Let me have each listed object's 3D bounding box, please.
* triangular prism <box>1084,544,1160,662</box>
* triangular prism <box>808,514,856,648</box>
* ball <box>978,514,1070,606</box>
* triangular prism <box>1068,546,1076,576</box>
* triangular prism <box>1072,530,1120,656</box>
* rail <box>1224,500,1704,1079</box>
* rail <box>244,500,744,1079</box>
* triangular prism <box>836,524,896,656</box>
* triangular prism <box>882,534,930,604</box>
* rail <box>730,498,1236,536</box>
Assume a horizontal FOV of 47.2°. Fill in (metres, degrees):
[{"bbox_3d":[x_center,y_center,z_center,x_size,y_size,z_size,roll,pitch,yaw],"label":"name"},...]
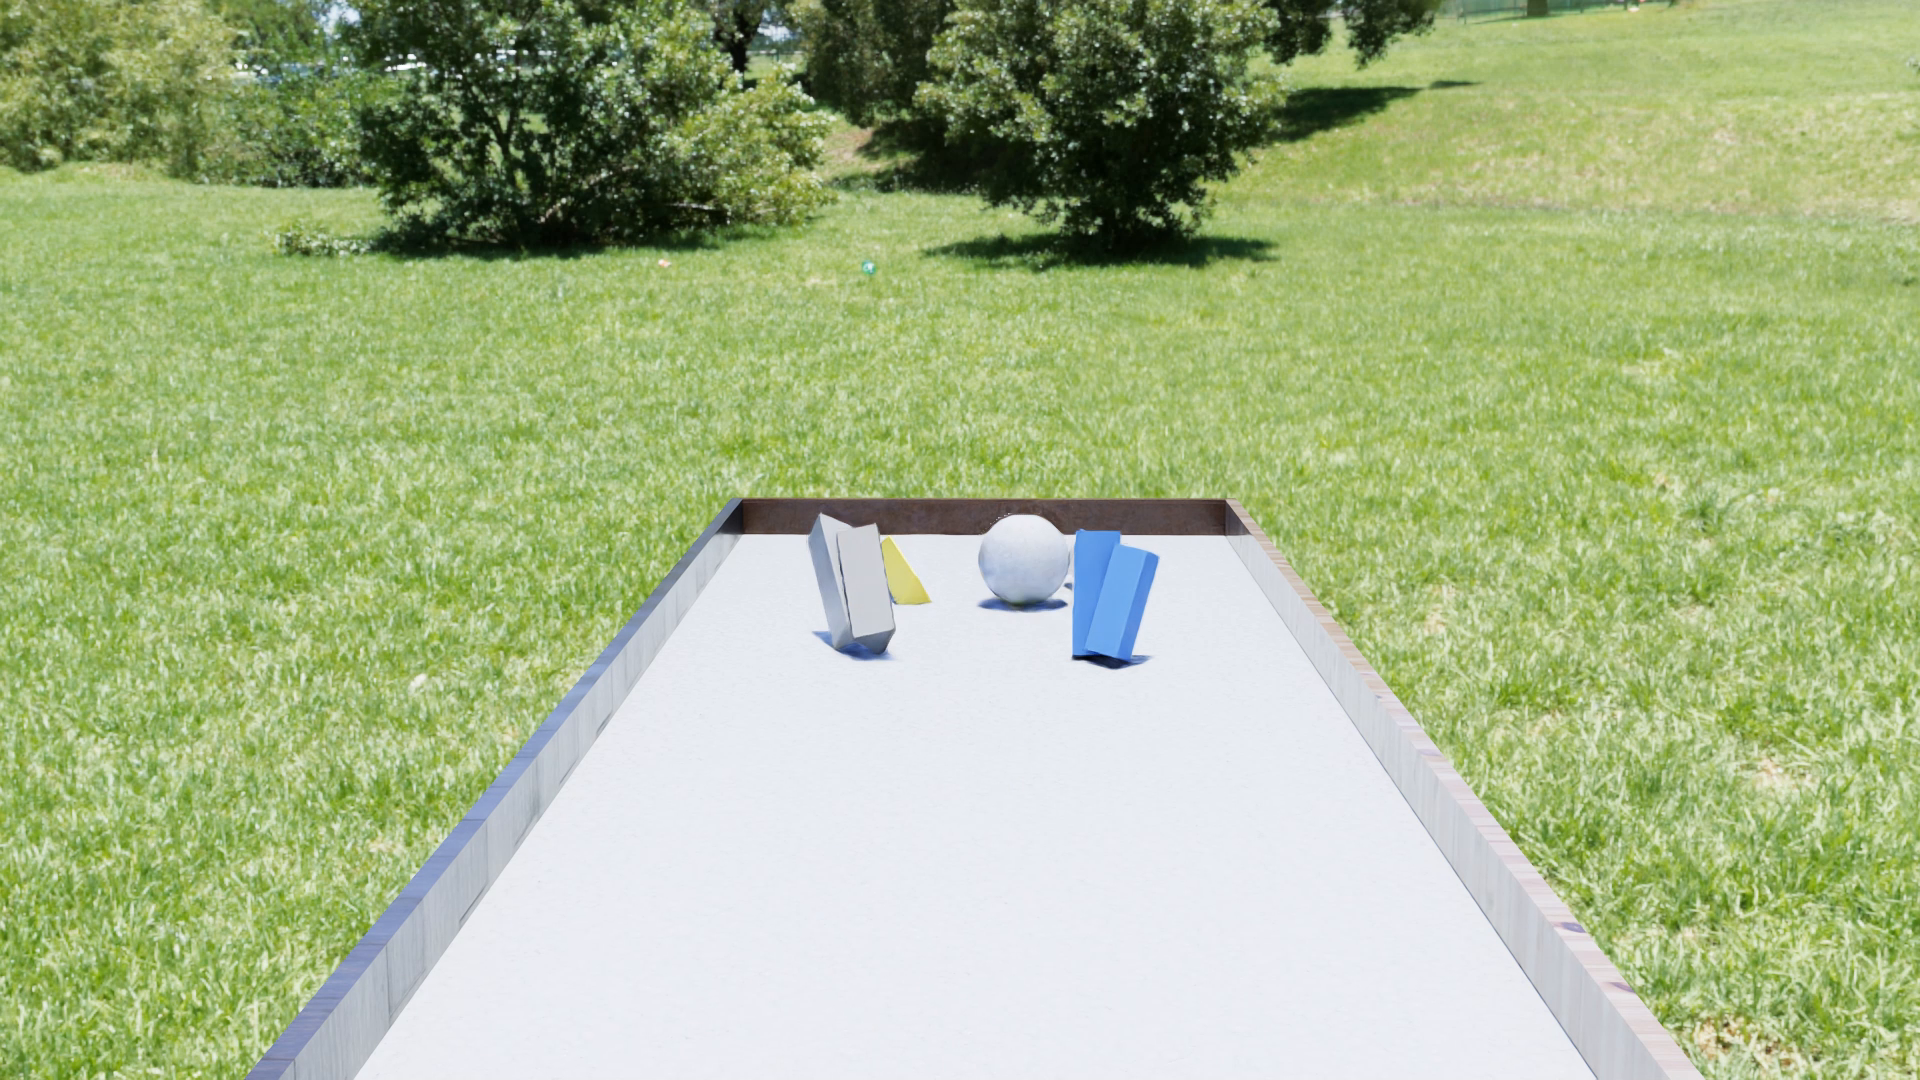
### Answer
[{"bbox_3d":[0.479,0.185,6.643,0.123,0.332,0.142,16,-2,22],"label":"triangular prism"},{"bbox_3d":[-0.357,0.128,6.933,0.129,0.416,0.149,-1,-36,-23],"label":"triangular prism"},{"bbox_3d":[0.220,0.067,7.575,0.316,0.316,0.316,0,9,0],"label":"ball"},{"bbox_3d":[0.480,0.078,7.780,0.110,0.095,0.458,-5,4,-17],"label":"triangular prism"},{"bbox_3d":[0.395,0.160,6.752,0.147,0.379,0.127,1,2,-20],"label":"triangular prism"},{"bbox_3d":[1.046,0.843,3.208,0.050,0.150,12.000,0,9,1],"label":"rail"},{"bbox_3d":[-1.004,0.839,3.234,0.050,0.150,12.000,0,9,1],"label":"rail"},{"bbox_3d":[-0.273,0.138,6.829,0.115,0.417,0.133,-32,-43,24],"label":"triangular prism"},{"bbox_3d":[-0.207,0.100,7.747,0.120,0.104,0.372,-2,24,-17],"label":"triangular prism"},{"bbox_3d":[0.099,-0.098,9.147,2.100,0.150,0.050,0,9,1],"label":"rail"}]
